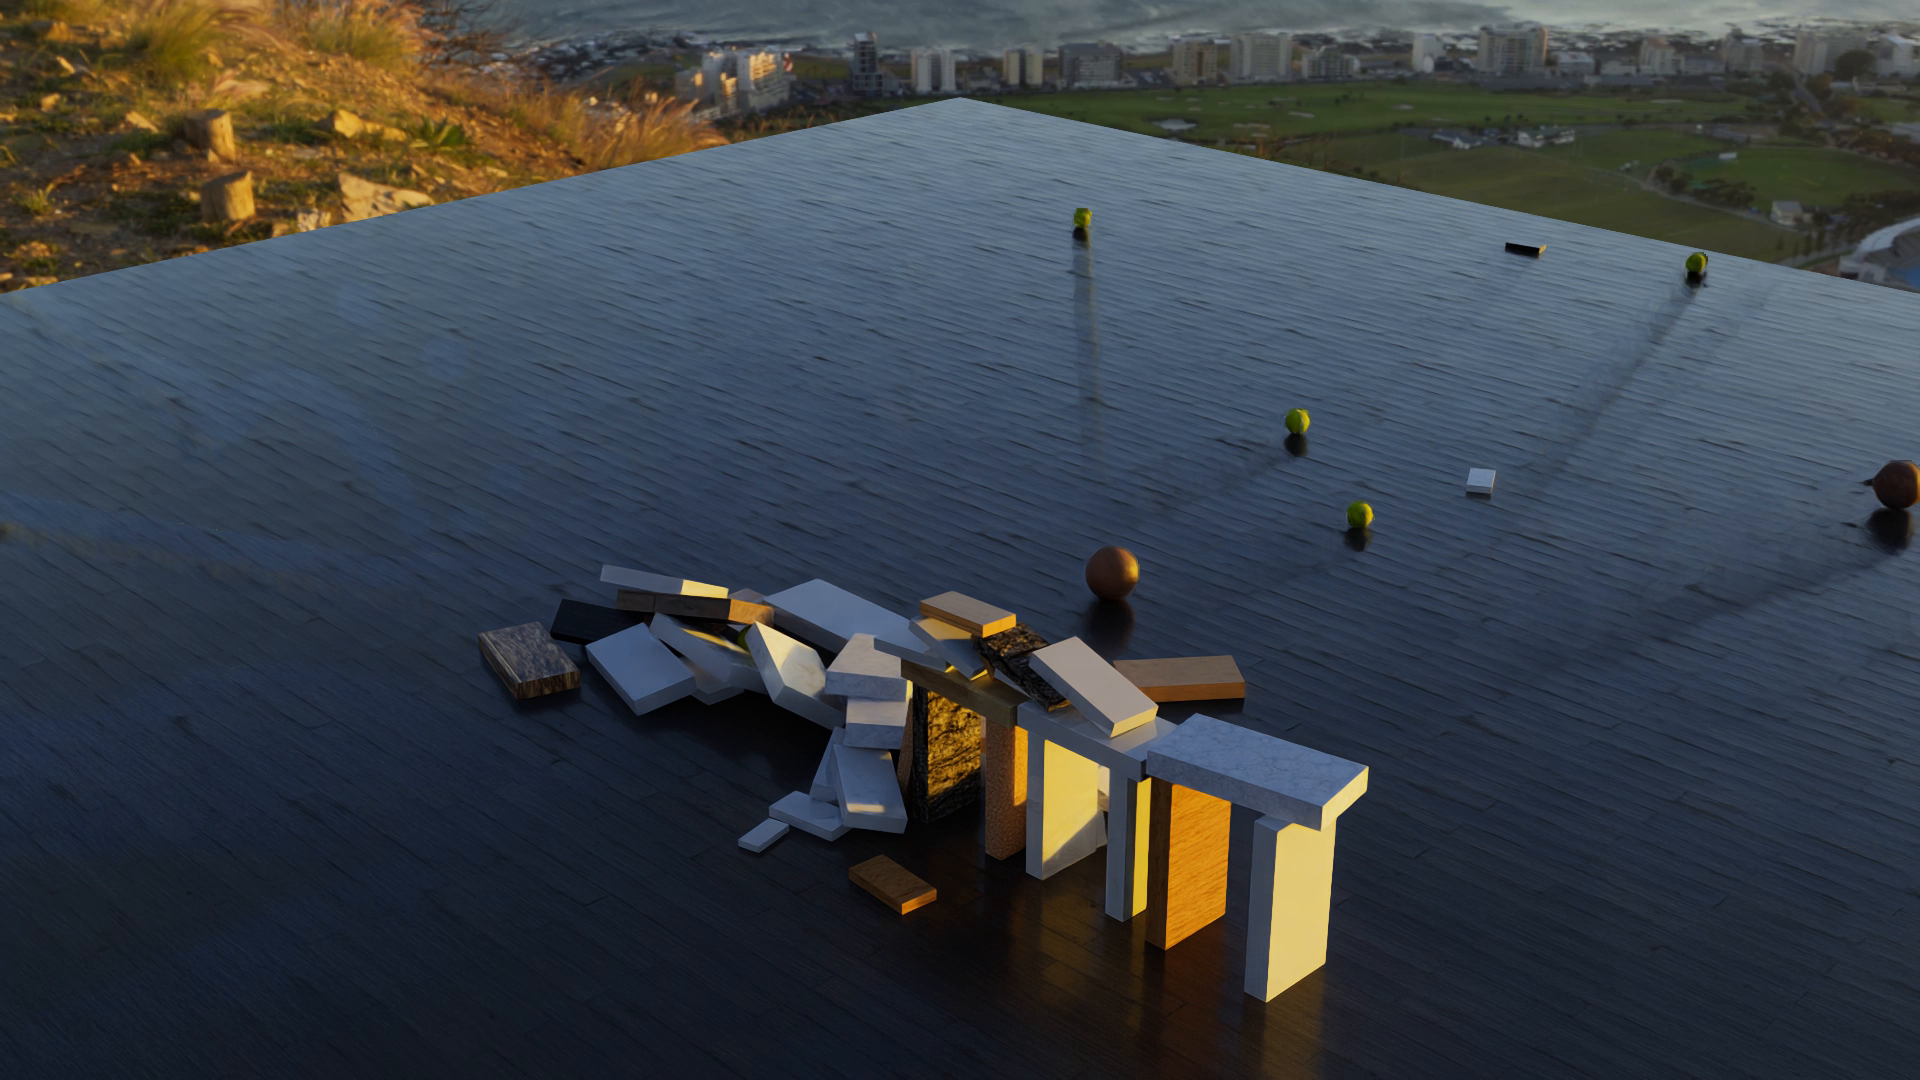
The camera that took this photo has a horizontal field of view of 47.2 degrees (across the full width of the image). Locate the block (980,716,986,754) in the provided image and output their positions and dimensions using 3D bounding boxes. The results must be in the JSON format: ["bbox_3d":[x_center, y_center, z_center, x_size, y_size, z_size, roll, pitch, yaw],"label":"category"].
[{"bbox_3d":[0.117,0.413,4.704,0.275,0.039,0.138,3,20,-3],"label":"block"}]

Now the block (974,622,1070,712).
[{"bbox_3d":[0.142,0.238,4.186,0.115,0.033,0.230,-14,37,-36],"label":"block"}]

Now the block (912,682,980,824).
[{"bbox_3d":[-0.026,0.405,4.419,0.043,0.303,0.152,21,31,40],"label":"block"}]

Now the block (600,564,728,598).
[{"bbox_3d":[-0.717,0.107,5.323,0.294,0.042,0.147,9,-3,41],"label":"block"}]

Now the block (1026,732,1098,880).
[{"bbox_3d":[0.197,0.485,4.224,0.153,0.307,0.043,-21,31,-41],"label":"block"}]

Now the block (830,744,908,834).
[{"bbox_3d":[-0.187,0.501,4.441,0.123,0.035,0.246,10,25,-16],"label":"block"}]

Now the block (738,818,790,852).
[{"bbox_3d":[-0.389,0.586,4.362,0.050,0.014,0.101,14,27,30],"label":"block"}]

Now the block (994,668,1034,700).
[{"bbox_3d":[0.130,0.269,4.180,0.120,0.017,0.060,28,34,29],"label":"block"}]

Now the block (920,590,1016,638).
[{"bbox_3d":[0.014,0.144,4.287,0.089,0.025,0.177,-17,26,-41],"label":"block"}]

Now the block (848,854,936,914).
[{"bbox_3d":[-0.129,0.655,4.188,0.082,0.023,0.165,-18,29,-36],"label":"block"}]

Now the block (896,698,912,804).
[{"bbox_3d":[-0.064,0.410,4.478,0.035,0.246,0.123,33,38,33],"label":"block"}]

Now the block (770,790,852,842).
[{"bbox_3d":[-0.295,0.554,4.424,0.165,0.023,0.082,16,28,34],"label":"block"}]

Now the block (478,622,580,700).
[{"bbox_3d":[-0.993,0.276,5.058,0.147,0.042,0.294,-12,26,-26],"label":"block"}]

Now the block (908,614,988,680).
[{"bbox_3d":[-0.008,0.201,4.292,0.177,0.025,0.089,38,38,28],"label":"block"}]

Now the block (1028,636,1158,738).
[{"bbox_3d":[0.248,0.271,4.098,0.115,0.033,0.230,-17,45,-38],"label":"block"}]

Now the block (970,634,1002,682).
[{"bbox_3d":[0.070,0.224,4.255,0.060,0.017,0.124,1,42,-27],"label":"block"}]

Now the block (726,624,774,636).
[{"bbox_3d":[-0.500,0.201,5.231,0.101,0.014,0.050,-18,29,-37],"label":"block"}]

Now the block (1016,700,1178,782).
[{"bbox_3d":[0.270,0.353,4.088,0.153,0.043,0.307,-21,31,-40],"label":"block"}]

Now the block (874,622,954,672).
[{"bbox_3d":[-0.073,0.212,4.343,0.177,0.025,0.089,16,28,33],"label":"block"}]

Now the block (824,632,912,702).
[{"bbox_3d":[-0.178,0.280,4.879,0.177,0.050,0.355,6,12,7],"label":"block"}]

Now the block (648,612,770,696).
[{"bbox_3d":[-0.548,0.261,4.986,0.168,0.048,0.337,20,5,-43],"label":"block"}]

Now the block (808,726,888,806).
[{"bbox_3d":[-0.227,0.475,4.556,0.123,0.035,0.246,17,24,1],"label":"block"}]

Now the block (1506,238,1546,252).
[{"bbox_3d":[2.156,-1.121,8.379,0.136,0.019,0.068,16,28,33],"label":"block"}]

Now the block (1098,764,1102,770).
[{"bbox_3d":[0.352,0.478,4.585,0.337,0.039,0.138,0,23,-1],"label":"block"}]

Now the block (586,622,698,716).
[{"bbox_3d":[-0.723,0.290,4.976,0.147,0.042,0.294,-22,32,-22],"label":"block"}]

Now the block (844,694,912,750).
[{"bbox_3d":[-0.154,0.366,4.719,0.177,0.050,0.393,4,12,-3],"label":"block"}]

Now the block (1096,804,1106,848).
[{"bbox_3d":[0.234,0.538,4.384,0.023,0.082,0.165,-20,29,-23],"label":"block"}]

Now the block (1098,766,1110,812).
[{"bbox_3d":[0.363,0.531,4.351,0.230,0.033,0.115,37,36,18],"label":"block"}]

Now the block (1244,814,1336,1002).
[{"bbox_3d":[0.580,0.621,3.856,0.049,0.345,0.172,21,31,41],"label":"block"}]

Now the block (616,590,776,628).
[{"bbox_3d":[-0.620,0.161,5.149,0.337,0.048,0.168,4,-7,32],"label":"block"}]

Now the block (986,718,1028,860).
[{"bbox_3d":[0.119,0.459,4.291,0.152,0.303,0.043,-21,31,-41],"label":"block"}]

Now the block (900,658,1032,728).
[{"bbox_3d":[0.043,0.273,4.286,0.152,0.043,0.303,-21,31,-40],"label":"block"}]

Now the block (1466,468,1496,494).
[{"bbox_3d":[1.451,-0.165,6.126,0.068,0.019,0.136,7,24,16],"label":"block"}]

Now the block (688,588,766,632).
[{"bbox_3d":[-0.556,0.171,5.321,0.098,0.028,0.196,20,30,39],"label":"block"}]

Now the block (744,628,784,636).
[{"bbox_3d":[-0.475,0.221,5.222,0.101,0.014,0.050,15,27,32],"label":"block"}]

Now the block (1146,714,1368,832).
[{"bbox_3d":[0.520,0.404,3.863,0.345,0.049,0.172,16,28,33],"label":"block"}]

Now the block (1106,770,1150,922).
[{"bbox_3d":[0.341,0.542,4.091,0.043,0.307,0.153,21,31,41],"label":"block"}]

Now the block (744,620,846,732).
[{"bbox_3d":[-0.365,0.301,4.881,0.168,0.048,0.337,28,12,-25],"label":"block"}]

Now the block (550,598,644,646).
[{"bbox_3d":[-0.849,0.203,5.151,0.196,0.028,0.098,11,53,2],"label":"block"}]

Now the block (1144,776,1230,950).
[{"bbox_3d":[0.417,0.558,4.005,0.172,0.345,0.049,-21,31,-41],"label":"block"}]

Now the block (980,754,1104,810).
[{"bbox_3d":[0.162,0.494,4.508,0.376,0.068,0.019,9,-3,19],"label":"block"}]

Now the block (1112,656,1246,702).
[{"bbox_3d":[0.493,0.314,4.970,0.275,0.039,0.138,-2,23,-6],"label":"block"}]

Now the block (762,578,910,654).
[{"bbox_3d":[-0.292,0.191,5.246,0.177,0.050,0.355,-20,30,-39],"label":"block"}]

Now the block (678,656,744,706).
[{"bbox_3d":[-0.588,0.314,4.985,0.098,0.028,0.196,-19,30,-38],"label":"block"}]
